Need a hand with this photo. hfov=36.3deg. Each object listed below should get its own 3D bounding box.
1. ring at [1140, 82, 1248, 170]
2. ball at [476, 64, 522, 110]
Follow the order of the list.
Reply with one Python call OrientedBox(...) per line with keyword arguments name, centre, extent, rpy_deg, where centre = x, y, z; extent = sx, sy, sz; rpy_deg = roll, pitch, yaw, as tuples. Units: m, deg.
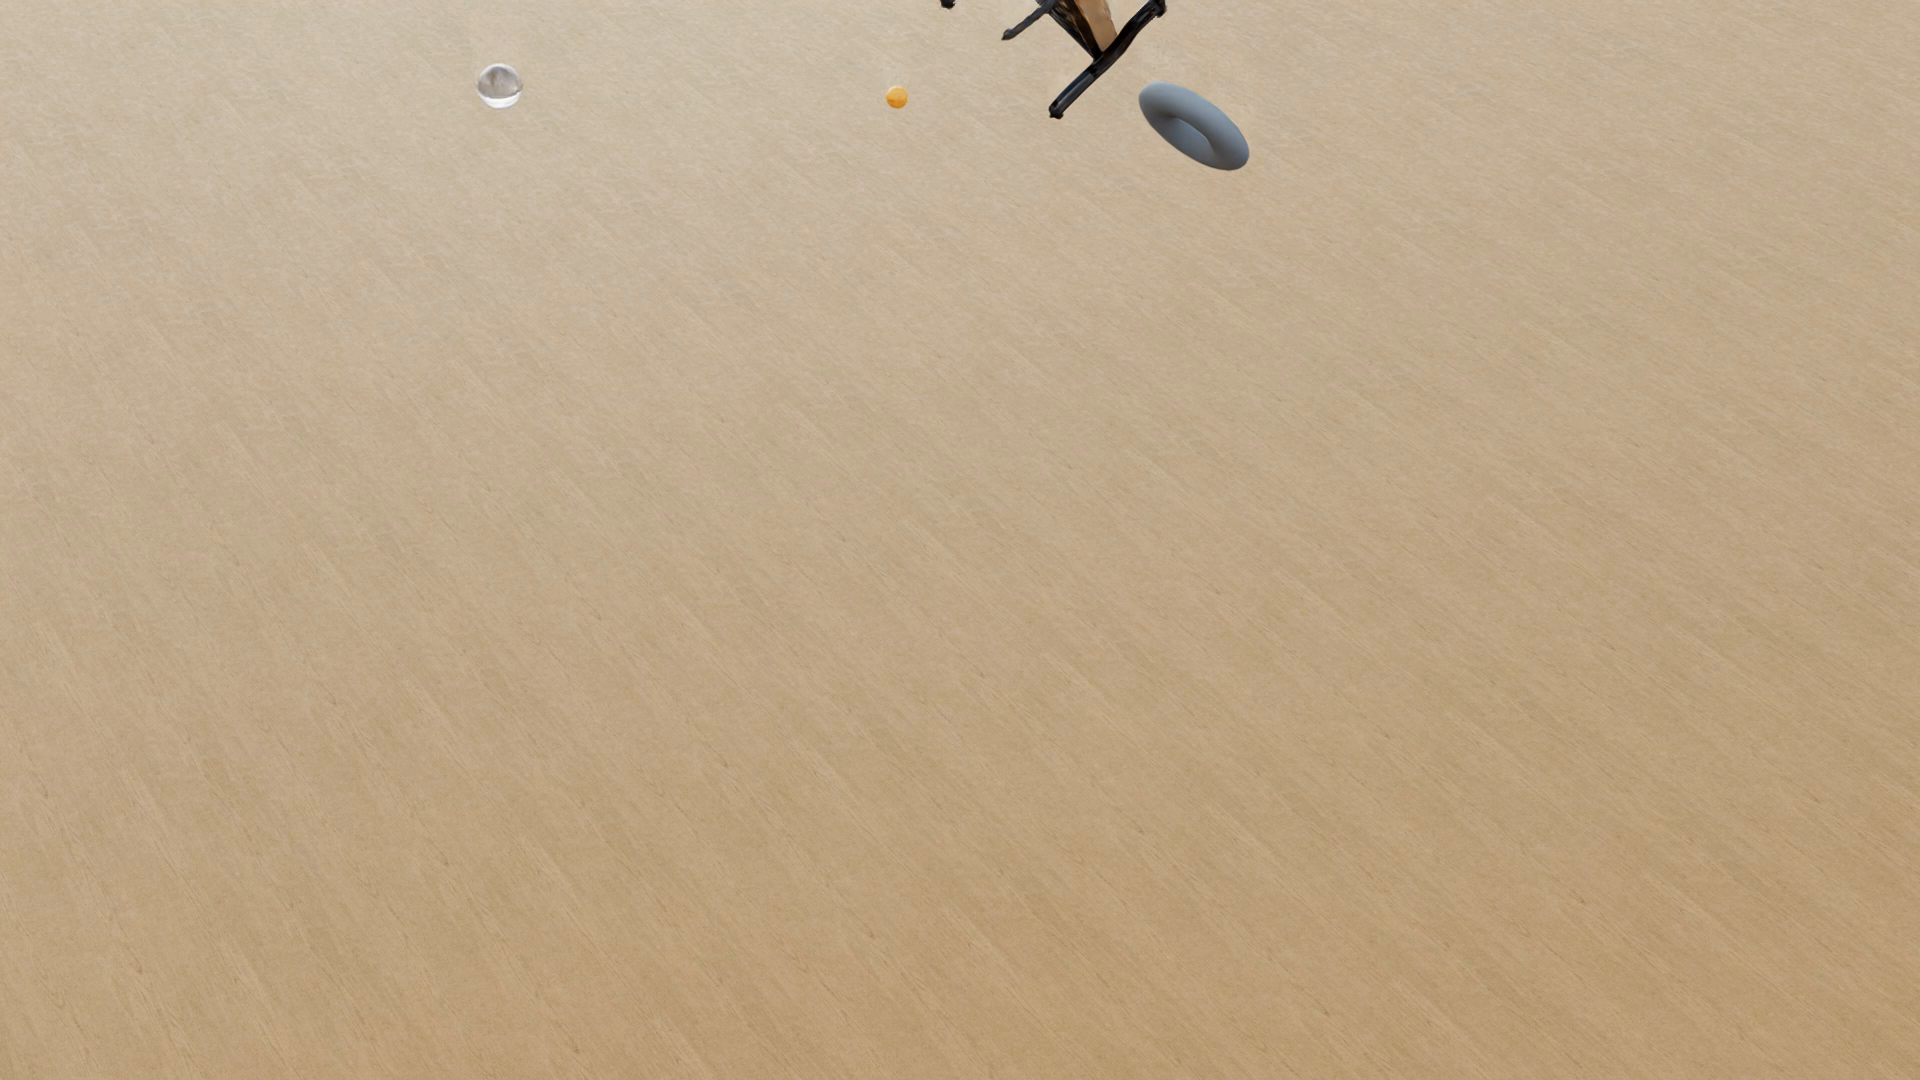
OrientedBox(name="ring", centre=(0.633, -1.120, 7.940), extent=(0.349, 0.233, 0.080), rpy_deg=(35, 71, -3))
OrientedBox(name="ball", centre=(-1.472, -1.452, 9.380), extent=(0.144, 0.144, 0.144), rpy_deg=(0, 33, 0))
